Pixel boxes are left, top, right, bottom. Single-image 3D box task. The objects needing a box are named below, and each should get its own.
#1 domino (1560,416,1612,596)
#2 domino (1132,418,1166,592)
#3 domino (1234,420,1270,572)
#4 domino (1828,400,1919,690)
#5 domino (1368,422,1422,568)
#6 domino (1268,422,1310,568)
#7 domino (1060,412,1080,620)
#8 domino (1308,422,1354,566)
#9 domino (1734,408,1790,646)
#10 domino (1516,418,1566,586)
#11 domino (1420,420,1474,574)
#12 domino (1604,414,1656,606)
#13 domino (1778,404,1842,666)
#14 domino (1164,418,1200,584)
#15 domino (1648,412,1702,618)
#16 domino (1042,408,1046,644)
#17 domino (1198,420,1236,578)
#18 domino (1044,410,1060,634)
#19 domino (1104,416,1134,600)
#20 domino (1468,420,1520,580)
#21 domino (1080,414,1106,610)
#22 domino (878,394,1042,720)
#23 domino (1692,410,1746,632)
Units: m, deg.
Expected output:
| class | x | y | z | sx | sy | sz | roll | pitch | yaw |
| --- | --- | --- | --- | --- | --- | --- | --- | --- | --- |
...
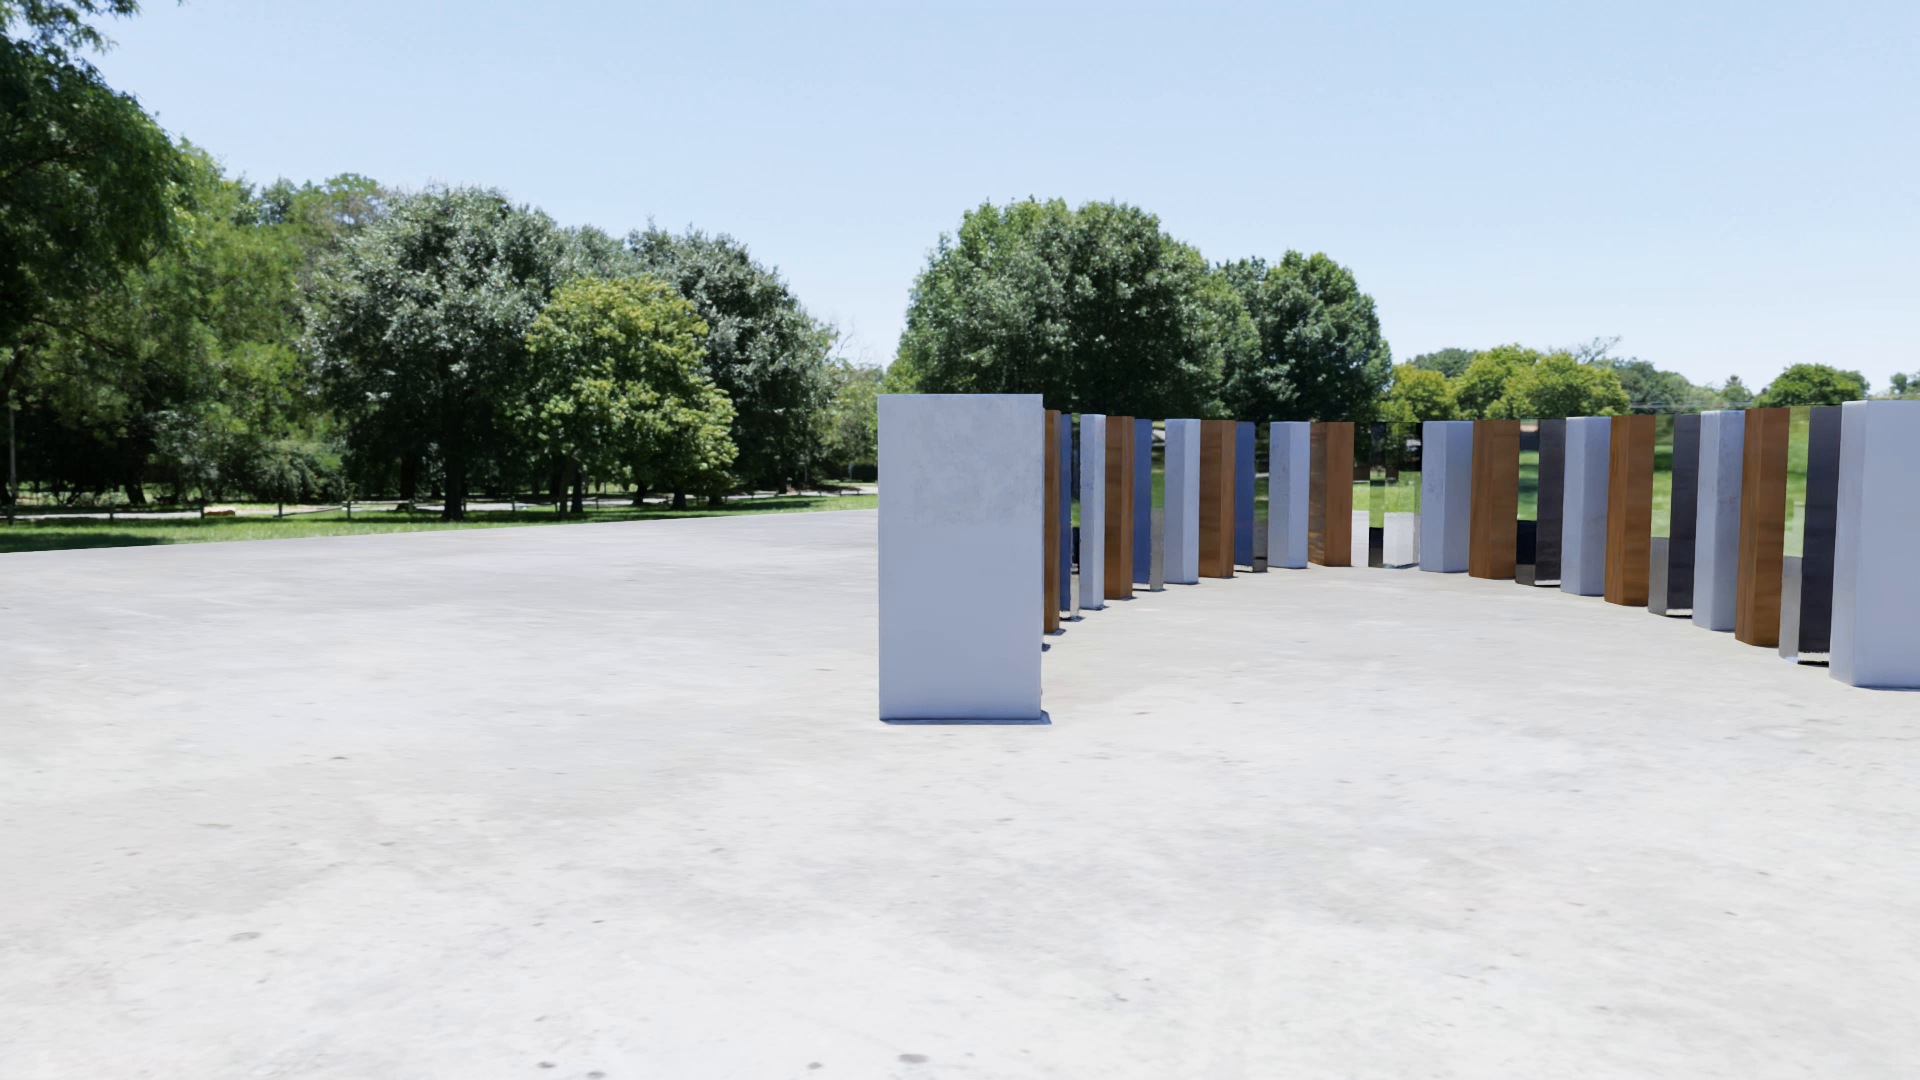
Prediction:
| class | x | y | z | sx | sy | sz | roll | pitch | yaw |
| --- | --- | --- | --- | --- | --- | --- | --- | --- | --- |
| domino | 0.186 | -0.010 | 0.364 | 0.025 | 0.050 | 0.009 | 0 | 4 | -5 |
| domino | 0.047 | -0.011 | 0.379 | 0.025 | 0.050 | 0.009 | 3 | 5 | 33 |
| domino | 0.091 | -0.015 | 0.434 | 0.025 | 0.050 | 0.010 | 4 | 6 | 44 |
| domino | 0.170 | 0.001 | 0.225 | 0.025 | 0.050 | 0.010 | 1 | 4 | 12 |
| domino | 0.153 | -0.016 | 0.449 | 0.009 | 0.050 | 0.025 | 3 | 5 | 37 |
| domino | 0.109 | -0.016 | 0.448 | 0.009 | 0.050 | 0.025 | -3 | 5 | -32 |
| domino | 0.016 | -0.006 | 0.316 | 0.025 | 0.050 | 0.009 | 1 | 5 | 18 |
| domino | 0.131 | -0.017 | 0.457 | 0.010 | 0.050 | 0.025 | 0 | 4 | -2 |
| domino | 0.180 | -0.003 | 0.271 | 0.025 | 0.050 | 0.009 | 1 | 4 | 11 |
| domino | 0.183 | -0.011 | 0.387 | 0.025 | 0.050 | 0.010 | -1 | 4 | -11 |
| domino | 0.167 | -0.015 | 0.431 | 0.025 | 0.050 | 0.010 | -2 | 5 | -30 |
| domino | 0.187 | -0.008 | 0.341 | 0.025 | 0.050 | 0.010 | 0 | 4 | 0 |
| domino | 0.175 | -0.001 | 0.248 | 0.025 | 0.050 | 0.010 | 1 | 4 | 13 |
| domino | 0.061 | -0.012 | 0.398 | 0.025 | 0.050 | 0.010 | 3 | 5 | 38 |
| domino | 0.186 | -0.006 | 0.317 | 0.025 | 0.050 | 0.009 | 0 | 4 | 3 |
| domino | 0.005 | -0.003 | 0.271 | 0.025 | 0.050 | 0.009 | 1 | 4 | 10 |
| domino | 0.076 | -0.014 | 0.416 | 0.025 | 0.050 | 0.010 | 3 | 6 | 39 |
| domino | 0.010 | -0.004 | 0.294 | 0.025 | 0.050 | 0.009 | 1 | 4 | 14 |
| domino | 0.035 | -0.009 | 0.359 | 0.025 | 0.050 | 0.010 | 2 | 5 | 28 |
| domino | 0.177 | -0.013 | 0.410 | 0.025 | 0.050 | 0.009 | -1 | 5 | -18 |
| domino | 0.025 | -0.008 | 0.338 | 0.025 | 0.050 | 0.009 | 2 | 5 | 24 |
| domino | 0.000 | 0.002 | 0.201 | 0.025 | 0.050 | 0.010 | 0 | 4 | 0 |
| domino | 0.184 | -0.004 | 0.294 | 0.025 | 0.050 | 0.010 | 1 | 4 | 7 |
